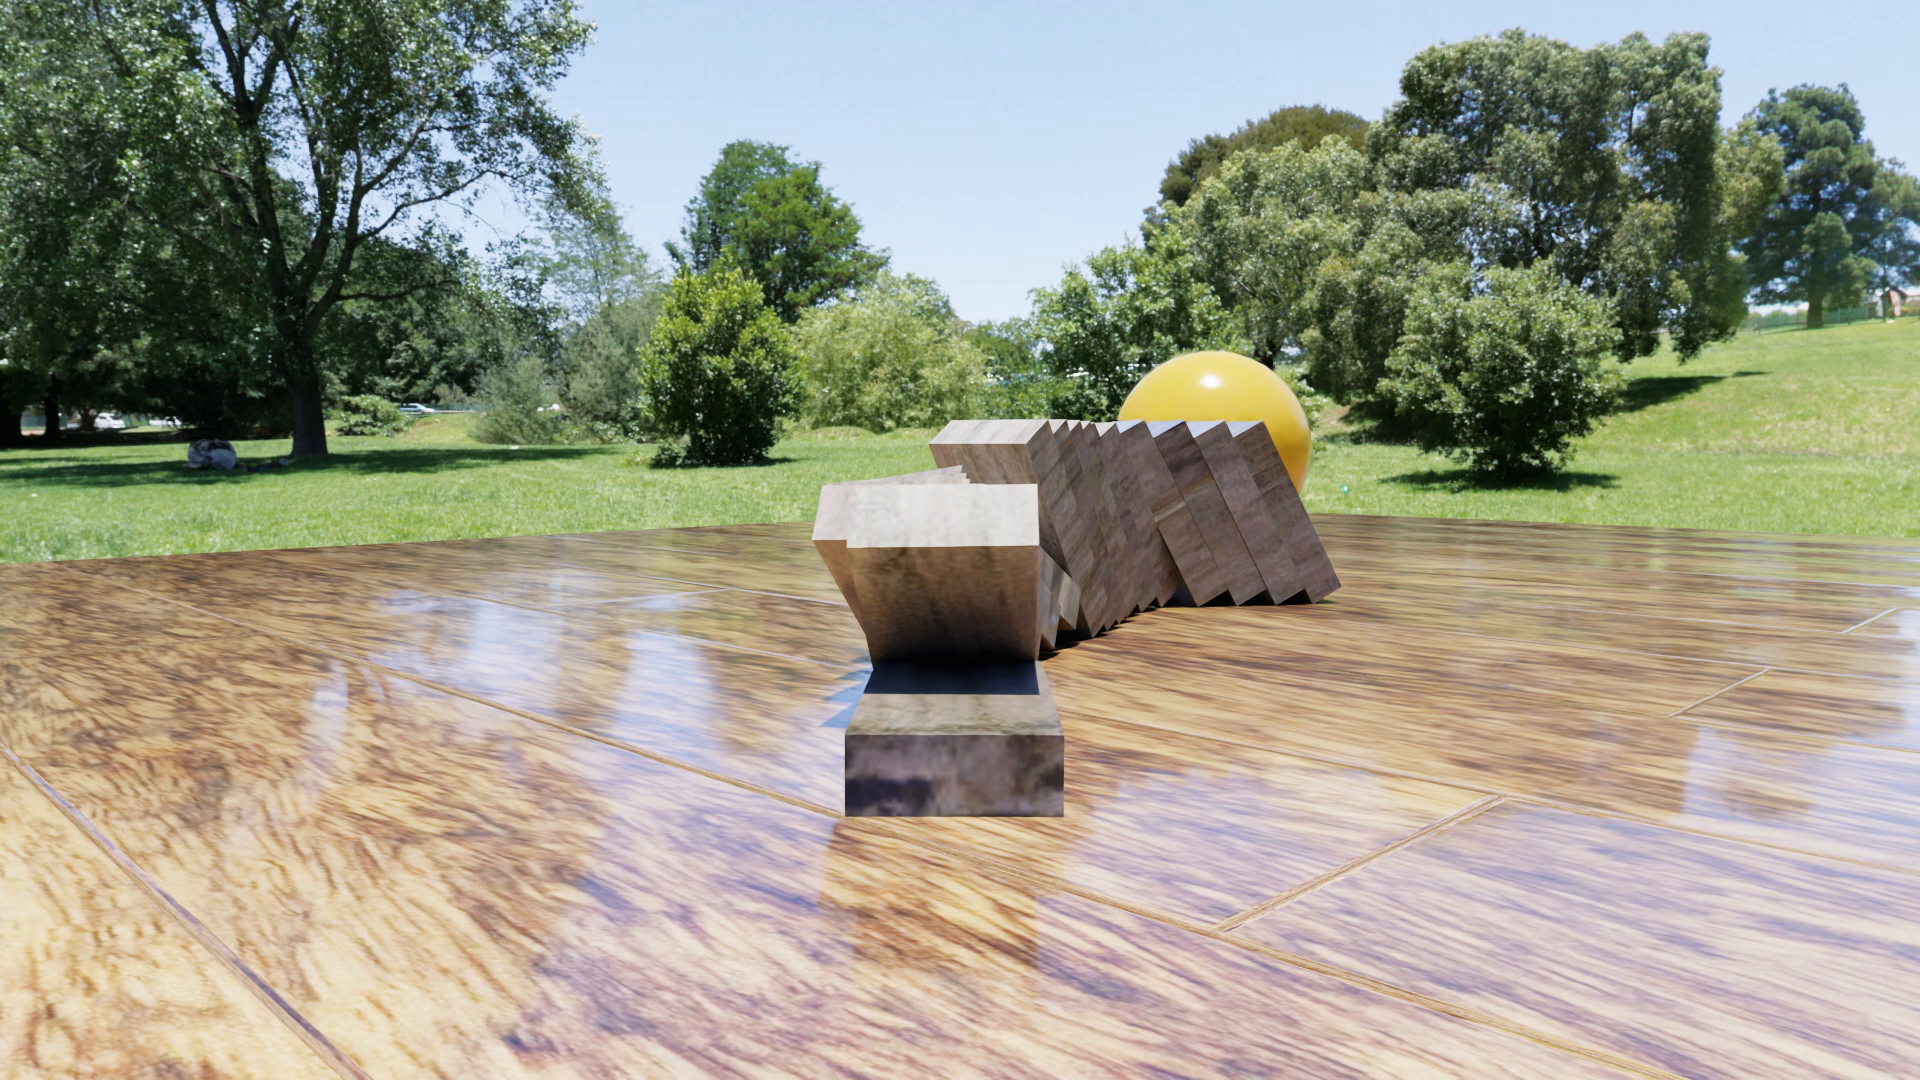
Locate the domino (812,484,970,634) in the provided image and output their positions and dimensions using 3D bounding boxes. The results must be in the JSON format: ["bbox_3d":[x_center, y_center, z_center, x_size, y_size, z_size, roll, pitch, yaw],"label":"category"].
[{"bbox_3d":[-0.004,0.009,0.209,0.025,0.009,0.050,0,-30,13],"label":"domino"}]

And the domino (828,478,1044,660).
[{"bbox_3d":[-0.004,0.007,0.227,0.025,0.009,0.050,-1,-30,19],"label":"domino"}]

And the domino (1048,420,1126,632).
[{"bbox_3d":[0.018,-0.003,0.290,0.025,0.050,0.010,3,37,37],"label":"domino"}]

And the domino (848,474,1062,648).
[{"bbox_3d":[-0.001,0.006,0.244,0.025,0.010,0.050,-2,-31,25],"label":"domino"}]

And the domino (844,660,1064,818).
[{"bbox_3d":[0.000,0.025,0.171,0.025,0.009,0.050,0,4,1],"label":"domino"}]

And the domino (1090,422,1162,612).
[{"bbox_3d":[0.031,-0.006,0.325,0.025,0.050,0.010,4,38,48],"label":"domino"}]

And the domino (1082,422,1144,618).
[{"bbox_3d":[0.025,-0.005,0.312,0.025,0.050,0.010,3,36,37],"label":"domino"}]

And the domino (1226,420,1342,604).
[{"bbox_3d":[0.083,-0.008,0.349,0.010,0.050,0.025,-29,10,-9],"label":"domino"}]

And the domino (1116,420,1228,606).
[{"bbox_3d":[0.052,-0.007,0.343,0.010,0.050,0.025,-29,10,-9],"label":"domino"}]

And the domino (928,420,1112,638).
[{"bbox_3d":[0.014,-0.002,0.279,0.025,0.050,0.009,3,37,37],"label":"domino"}]

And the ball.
[{"bbox_3d":[0.102,-0.037,0.522,0.080,0.080,0.080,0,4,0],"label":"ball"}]

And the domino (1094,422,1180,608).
[{"bbox_3d":[0.037,-0.006,0.334,0.025,0.050,0.009,4,37,48],"label":"domino"}]

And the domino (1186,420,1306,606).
[{"bbox_3d":[0.073,-0.008,0.346,0.010,0.050,0.025,-29,10,-9],"label":"domino"}]

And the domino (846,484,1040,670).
[{"bbox_3d":[-0.001,0.010,0.190,0.025,0.009,0.050,-1,-31,2],"label":"domino"}]

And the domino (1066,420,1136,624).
[{"bbox_3d":[0.022,-0.004,0.301,0.025,0.050,0.010,3,36,37],"label":"domino"}]

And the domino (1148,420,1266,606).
[{"bbox_3d":[0.062,-0.008,0.345,0.009,0.050,0.025,-29,10,-9],"label":"domino"}]

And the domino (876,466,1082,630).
[{"bbox_3d":[0.002,0.004,0.260,0.025,0.009,0.050,-7,-33,32],"label":"domino"}]
